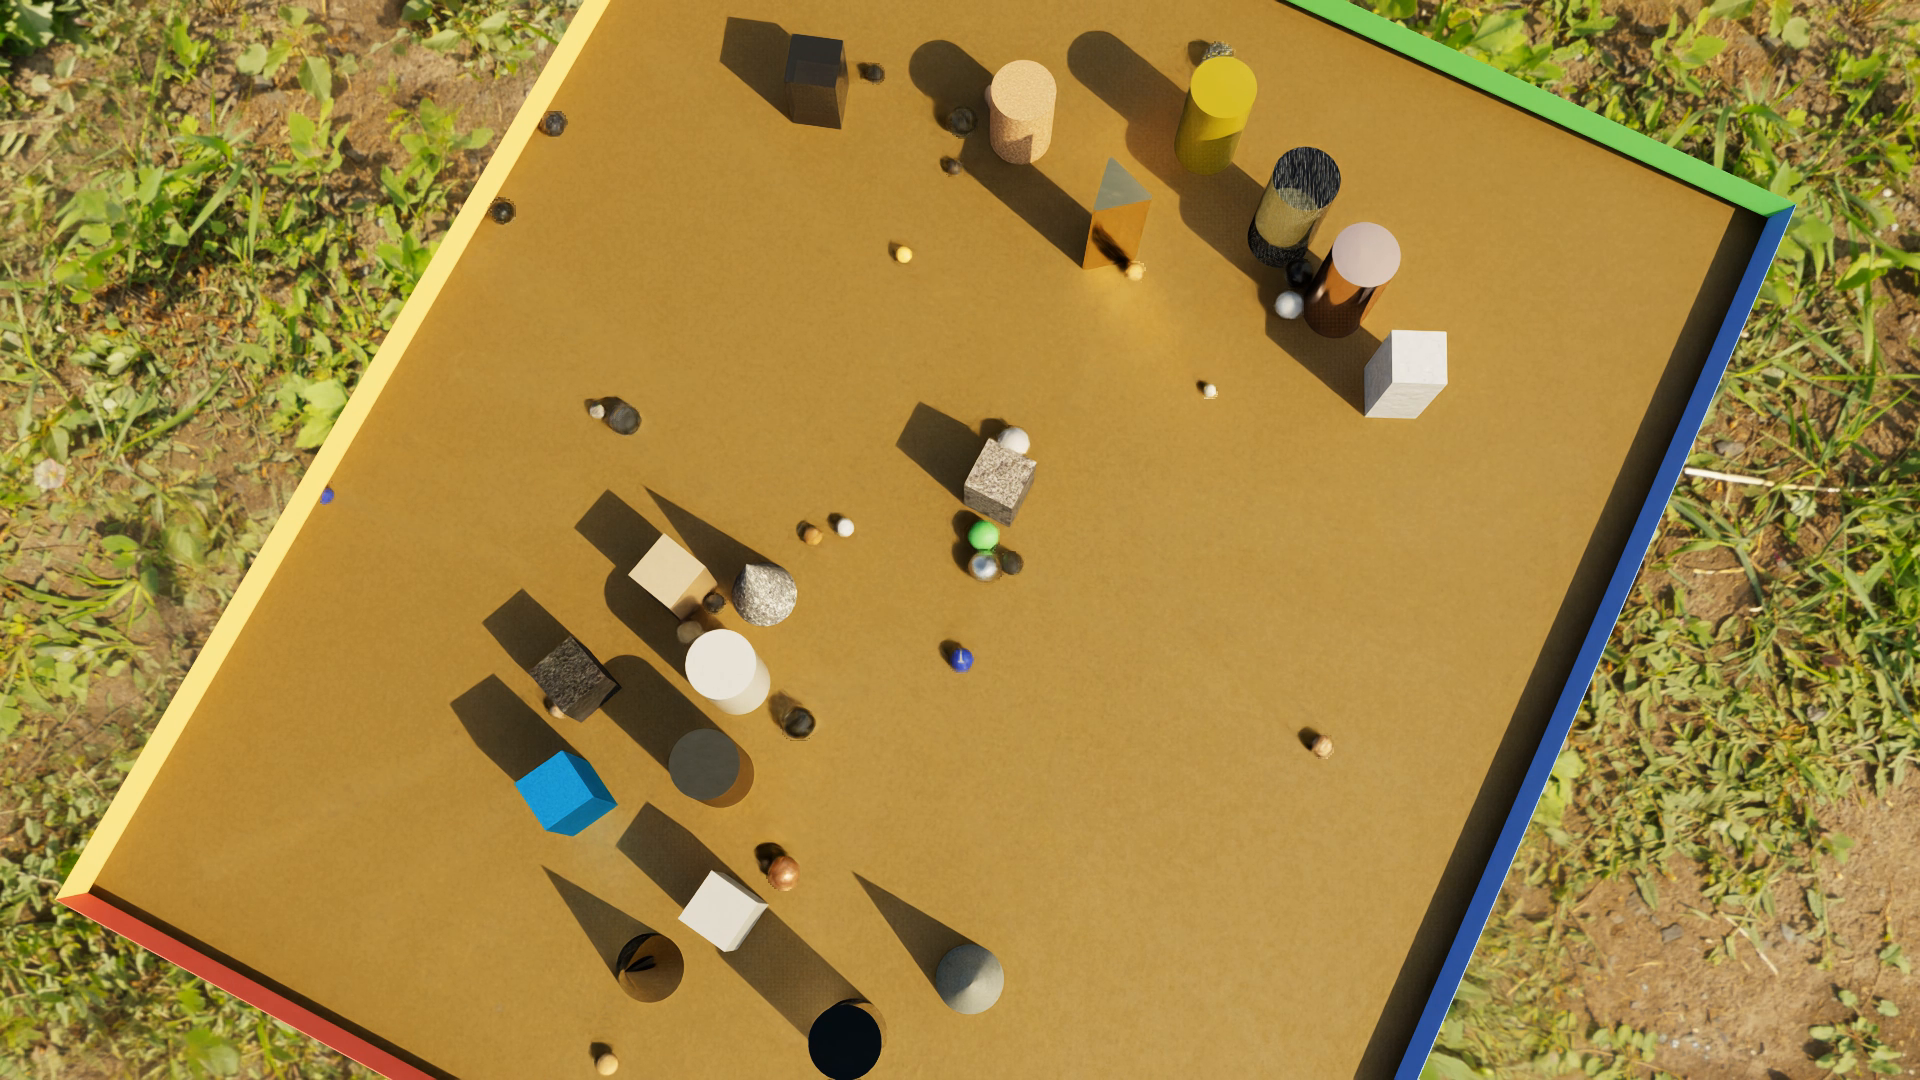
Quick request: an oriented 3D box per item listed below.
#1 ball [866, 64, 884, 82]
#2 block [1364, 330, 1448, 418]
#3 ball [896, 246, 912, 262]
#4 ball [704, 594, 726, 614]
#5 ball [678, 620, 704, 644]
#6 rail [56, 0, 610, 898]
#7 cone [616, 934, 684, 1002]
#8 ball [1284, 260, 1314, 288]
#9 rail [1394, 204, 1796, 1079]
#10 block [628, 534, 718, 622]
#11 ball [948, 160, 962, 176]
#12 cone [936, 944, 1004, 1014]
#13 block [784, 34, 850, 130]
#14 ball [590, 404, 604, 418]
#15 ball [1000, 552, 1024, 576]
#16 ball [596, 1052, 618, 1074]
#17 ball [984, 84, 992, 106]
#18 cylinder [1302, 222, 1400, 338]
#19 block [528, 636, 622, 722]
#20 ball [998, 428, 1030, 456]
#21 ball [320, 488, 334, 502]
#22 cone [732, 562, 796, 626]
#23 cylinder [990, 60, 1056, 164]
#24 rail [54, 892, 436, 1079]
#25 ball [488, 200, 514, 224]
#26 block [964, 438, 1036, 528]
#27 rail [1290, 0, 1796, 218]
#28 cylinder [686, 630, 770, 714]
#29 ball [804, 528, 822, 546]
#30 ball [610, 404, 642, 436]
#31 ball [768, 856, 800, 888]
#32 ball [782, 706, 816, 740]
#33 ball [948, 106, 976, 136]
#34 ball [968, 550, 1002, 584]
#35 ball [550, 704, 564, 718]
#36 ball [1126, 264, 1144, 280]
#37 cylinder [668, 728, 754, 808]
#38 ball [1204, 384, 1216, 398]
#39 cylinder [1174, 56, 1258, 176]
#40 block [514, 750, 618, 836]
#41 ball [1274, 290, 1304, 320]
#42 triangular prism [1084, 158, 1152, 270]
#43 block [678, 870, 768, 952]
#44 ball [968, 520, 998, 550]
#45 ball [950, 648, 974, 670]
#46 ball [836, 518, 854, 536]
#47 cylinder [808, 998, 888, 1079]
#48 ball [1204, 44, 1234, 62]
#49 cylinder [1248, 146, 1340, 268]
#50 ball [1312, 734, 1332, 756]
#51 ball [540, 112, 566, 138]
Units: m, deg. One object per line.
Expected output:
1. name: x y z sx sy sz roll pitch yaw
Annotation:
1. ball: -0.274 -1.501 5.899 0.055 0.055 0.055 0 78 0
2. block: 1.340 -0.496 5.527 0.159 0.376 0.159 2 78 0
3. ball: -0.177 -0.900 5.776 0.052 0.052 0.052 0 78 0
4. ball: -0.741 0.192 5.546 0.060 0.060 0.060 0 78 0
5. ball: -0.812 0.277 5.521 0.076 0.076 0.076 0 78 0
6. rail: -1.637 -0.795 5.714 0.045 0.129 4.230 26 80 5
7. cone: -0.906 1.208 5.151 0.199 0.421 0.199 0 78 0
8. ball: 1.063 -0.833 5.743 0.090 0.090 0.090 0 78 0
9. rail: 1.637 0.809 5.382 0.045 0.129 4.230 26 80 5
10. block: -0.849 0.118 5.448 0.159 0.283 0.159 38 81 7
11. ball: -0.017 -1.187 5.838 0.048 0.048 0.048 0 78 0
12. cone: 0.029 1.238 5.134 0.199 0.443 0.199 0 78 0
13. block: -0.448 -1.438 5.760 0.159 0.302 0.159 8 78 2
14. ball: -1.124 -0.399 5.675 0.048 0.048 0.048 0 78 0
15. ball: 0.158 0.073 5.566 0.070 0.070 0.070 0 78 0
16. ball: -1.014 1.507 5.273 0.061 0.061 0.061 0 78 0
17. ball: 0.116 -1.422 5.869 0.082 0.082 0.082 0 78 0
18. cylinder: 1.176 -0.778 5.535 0.199 0.475 0.199 0 78 0
19. block: -1.131 0.413 5.397 0.159 0.263 0.159 -41 81 -8
20. ball: 0.163 -0.297 5.627 0.099 0.099 0.099 0 78 0
21. ball: -1.943 -0.138 5.622 0.045 0.045 0.045 0 78 0
22. cone: -0.596 0.116 5.346 0.199 0.483 0.199 0 78 0
23. cylinder: 0.194 -1.333 5.725 0.199 0.327 0.199 0 78 0
24. rail: -0.935 1.838 5.169 3.709 0.129 0.045 26 80 5
25. ball: -1.449 -1.037 5.790 0.080 0.080 0.080 0 78 0
26. block: 0.119 -0.169 5.516 0.159 0.267 0.159 27 80 5
27. rail: 0.935 -1.825 5.927 3.709 0.129 0.045 26 80 5
28. cylinder: -0.671 0.389 5.335 0.199 0.394 0.199 0 78 0
29. ball: -0.448 -0.011 5.590 0.056 0.056 0.056 0 78 0
30. ball: -1.029 -0.368 5.643 0.097 0.097 0.097 0 78 0
31. ball: -0.515 0.972 5.368 0.093 0.093 0.093 0 78 0
32. ball: -0.480 0.545 5.454 0.098 0.098 0.098 0 78 0
33. ball: 0.008 -1.337 5.846 0.093 0.093 0.093 0 78 0
34. ball: 0.075 0.081 5.549 0.099 0.099 0.099 0 78 0
35. ball: -1.203 0.508 5.487 0.048 0.048 0.048 0 78 0
36. ball: 0.550 -0.842 5.763 0.055 0.055 0.055 0 78 0
37. cylinder: -0.713 0.662 5.292 0.199 0.368 0.199 0 78 0
38. ball: 0.778 -0.463 5.692 0.040 0.040 0.040 0 78 0
39. cylinder: 0.786 -1.306 5.669 0.199 0.427 0.199 0 78 0
40. block: -1.128 0.733 5.274 0.159 0.374 0.159 -35 80 -7
41. ball: 1.028 -0.734 5.724 0.088 0.088 0.088 0 78 0
42. triangular prism: 0.456 -0.995 5.569 0.172 0.496 0.149 -13 79 -3
43. block: -0.673 1.062 5.244 0.159 0.299 0.159 34 80 7
44. ball: 0.070 -0.013 5.572 0.093 0.093 0.093 0 78 0
45. ball: 0.006 0.359 5.507 0.069 0.069 0.069 0 78 0
46. ball: -0.352 -0.038 5.596 0.056 0.056 0.056 0 78 0
47. cylinder: -0.310 1.393 5.126 0.199 0.395 0.199 0 78 0
48. ball: 0.834 -1.548 5.889 0.094 0.094 0.094 0 78 0
49. cylinder: 1.012 -1.006 5.581 0.199 0.478 0.199 0 78 0
50. ball: 1.078 0.612 5.458 0.063 0.063 0.063 0 78 0
51. ball: -1.300 -1.327 5.850 0.080 0.080 0.080 0 78 0
